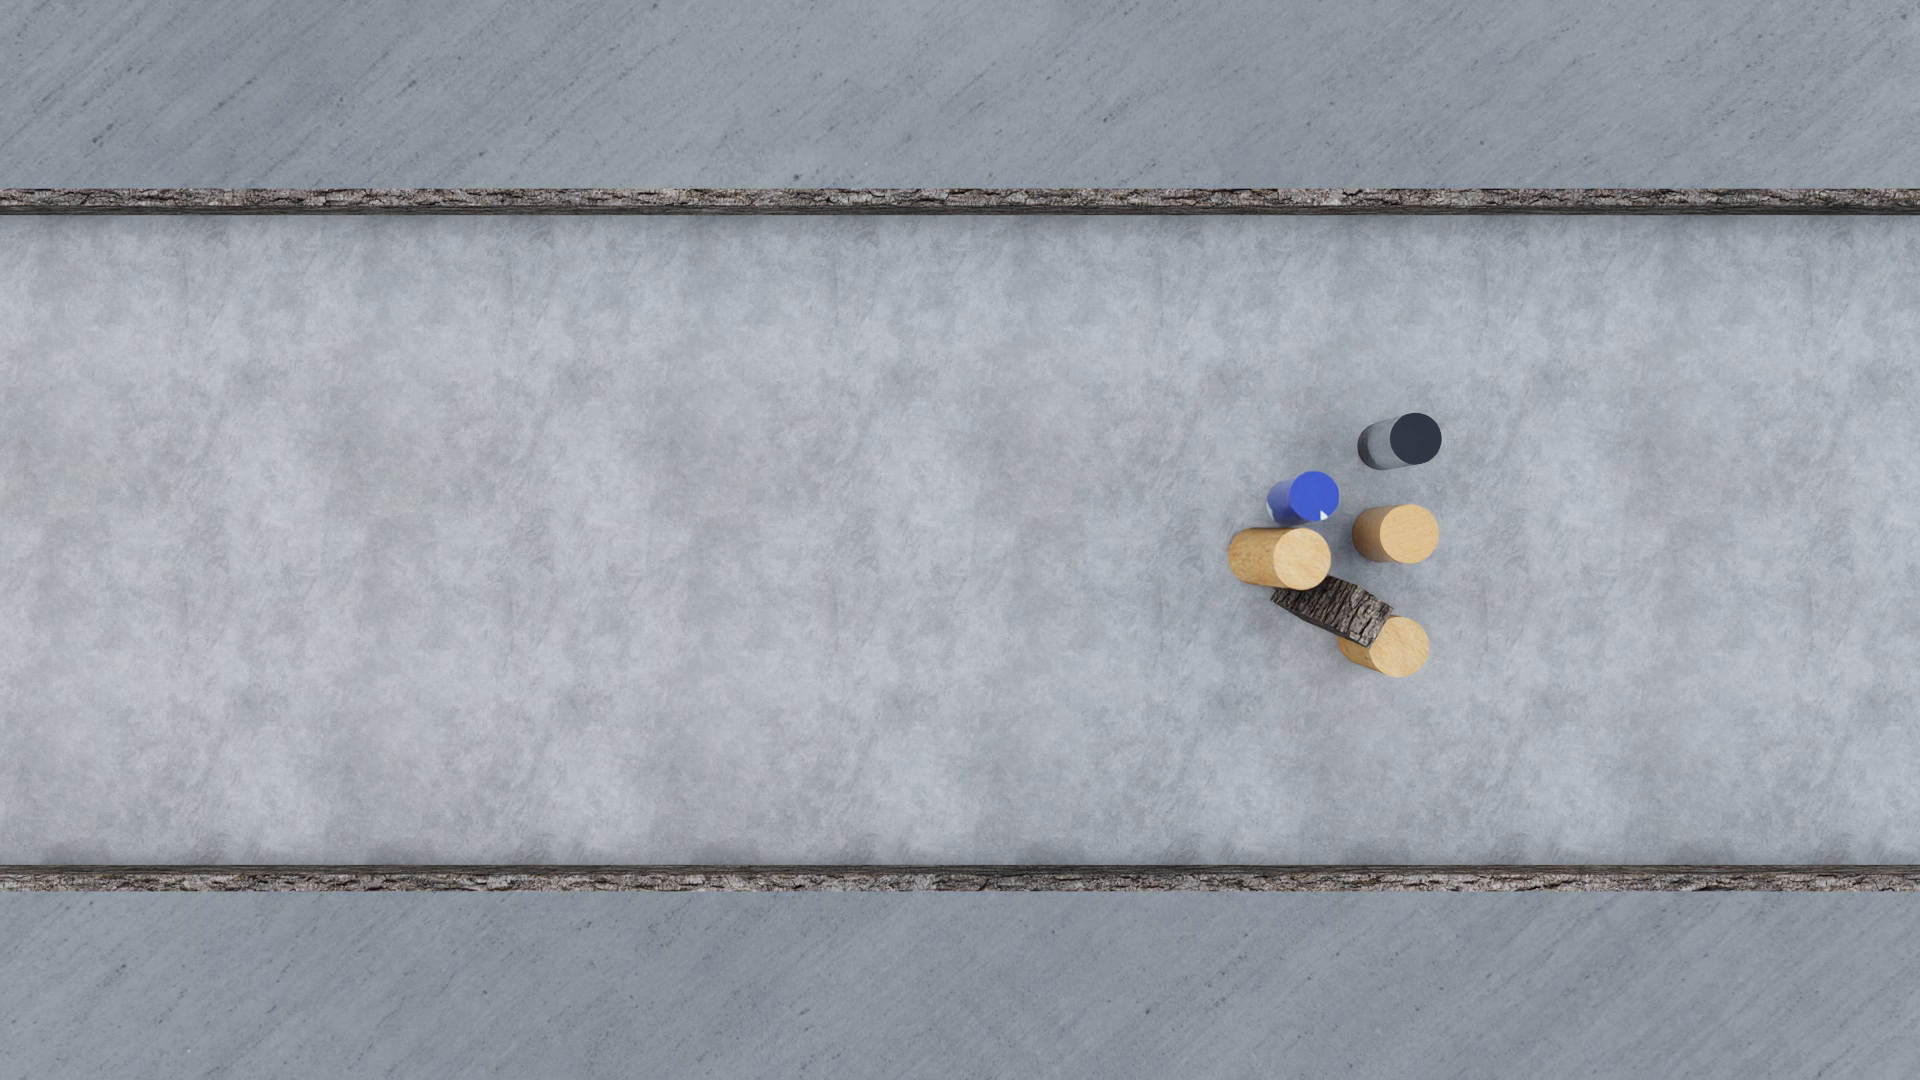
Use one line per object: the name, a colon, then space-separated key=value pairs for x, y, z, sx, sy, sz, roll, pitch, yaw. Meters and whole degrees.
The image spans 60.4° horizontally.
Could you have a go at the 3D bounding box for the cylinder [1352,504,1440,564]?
cylinder: x=1.292 y=-0.018 z=4.908 sx=0.170 sy=0.336 sz=0.170 roll=0 pitch=90 yaw=0

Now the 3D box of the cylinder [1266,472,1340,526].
cylinder: x=1.016 y=-0.120 z=4.904 sx=0.144 sy=0.340 sz=0.144 roll=0 pitch=88 yaw=0

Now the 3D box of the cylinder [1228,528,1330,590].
cylinder: x=0.941 y=0.052 z=4.884 sx=0.176 sy=0.358 sz=0.176 roll=0 pitch=91 yaw=-11

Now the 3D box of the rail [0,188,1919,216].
rail: x=-2.247 y=-1.025 z=5.002 sx=12.000 sy=0.150 sz=0.050 roll=0 pitch=90 yaw=0

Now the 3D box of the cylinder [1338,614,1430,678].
cylinder: x=1.251 y=0.303 z=4.893 sx=0.173 sy=0.361 sz=0.173 roll=0 pitch=91 yaw=-1

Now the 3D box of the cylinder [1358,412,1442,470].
cylinder: x=1.297 y=-0.288 z=4.884 sx=0.148 sy=0.385 sz=0.148 roll=0 pitch=90 yaw=0

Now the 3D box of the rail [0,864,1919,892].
rail: x=-2.247 y=1.025 z=5.001 sx=12.000 sy=0.150 sz=0.050 roll=0 pitch=90 yaw=0

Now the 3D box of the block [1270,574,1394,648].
block: x=1.089 y=0.188 z=4.859 sx=0.135 sy=0.414 sz=0.135 roll=30 pitch=90 yaw=-17
